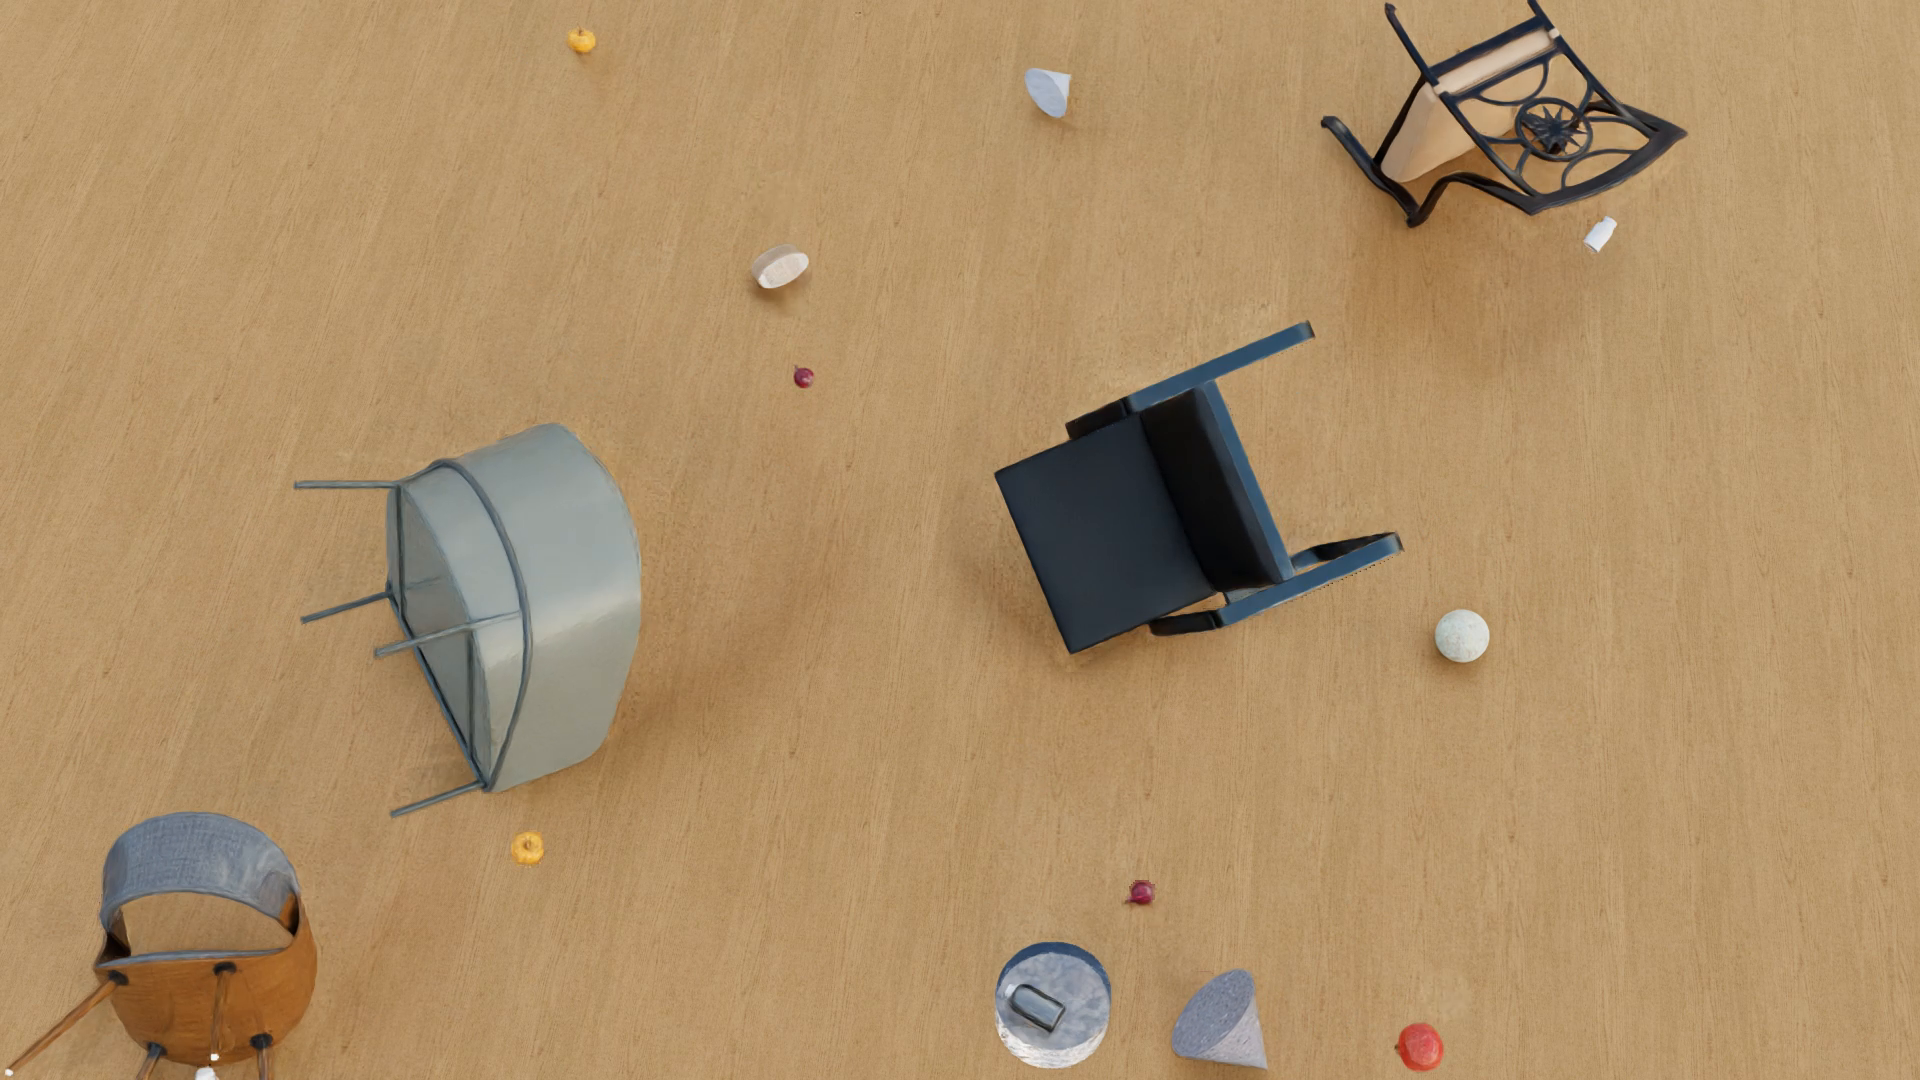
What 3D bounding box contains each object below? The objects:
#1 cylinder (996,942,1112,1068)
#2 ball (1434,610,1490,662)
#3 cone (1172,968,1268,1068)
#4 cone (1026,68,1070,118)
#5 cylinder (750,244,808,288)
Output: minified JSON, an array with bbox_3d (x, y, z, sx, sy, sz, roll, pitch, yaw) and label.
[{"bbox_3d":[0.240,1.202,5.690,0.300,0.129,0.295,-30,61,-18],"label":"cylinder"},{"bbox_3d":[1.438,0.275,6.298,0.153,0.153,0.153,0,56,0],"label":"ball"},{"bbox_3d":[0.720,1.284,5.639,0.273,0.314,0.219,-40,102,15],"label":"cone"},{"bbox_3d":[0.335,-1.553,7.490,0.117,0.193,0.208,-39,23,-18],"label":"cone"},{"bbox_3d":[-0.581,-0.881,7.065,0.176,0.083,0.151,-30,25,-5],"label":"cylinder"}]
